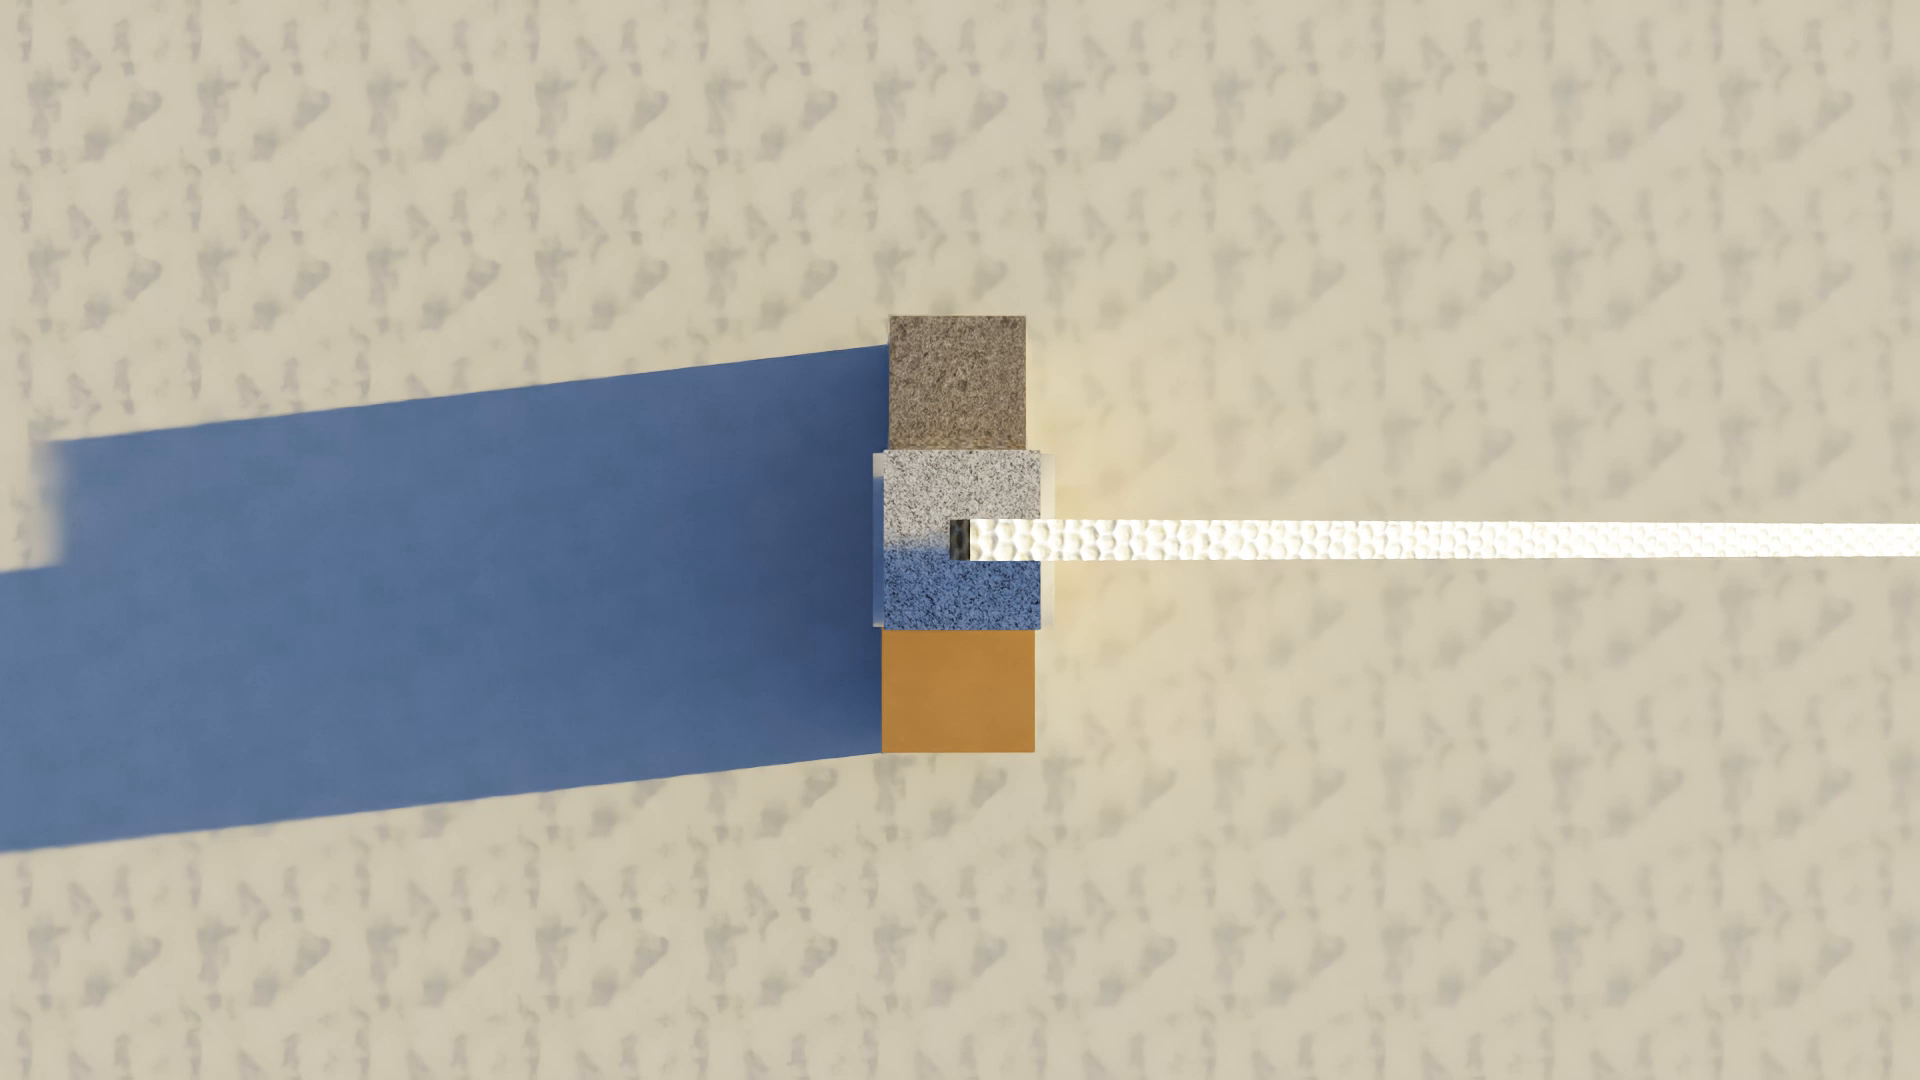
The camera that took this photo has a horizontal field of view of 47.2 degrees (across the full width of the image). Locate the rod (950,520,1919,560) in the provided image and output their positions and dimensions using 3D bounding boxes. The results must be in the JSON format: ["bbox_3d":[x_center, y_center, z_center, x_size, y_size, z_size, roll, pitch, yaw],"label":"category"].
[{"bbox_3d":[2.234,0.000,5.611,5.200,0.080,0.080,0,90,-31],"label":"rod"}]

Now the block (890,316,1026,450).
[{"bbox_3d":[-0.012,-0.754,11.804,0.709,0.786,0.763,0,85,0],"label":"block"}]

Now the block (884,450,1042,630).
[{"bbox_3d":[0.009,0.000,8.818,0.605,0.701,0.694,0,90,0],"label":"block"}]

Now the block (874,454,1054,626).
[{"bbox_3d":[0.016,0.000,10.236,0.811,0.791,0.776,0,90,0],"label":"block"}]

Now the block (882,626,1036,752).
[{"bbox_3d":[-0.008,0.716,11.822,0.799,0.703,0.783,0,90,0],"label":"block"}]
